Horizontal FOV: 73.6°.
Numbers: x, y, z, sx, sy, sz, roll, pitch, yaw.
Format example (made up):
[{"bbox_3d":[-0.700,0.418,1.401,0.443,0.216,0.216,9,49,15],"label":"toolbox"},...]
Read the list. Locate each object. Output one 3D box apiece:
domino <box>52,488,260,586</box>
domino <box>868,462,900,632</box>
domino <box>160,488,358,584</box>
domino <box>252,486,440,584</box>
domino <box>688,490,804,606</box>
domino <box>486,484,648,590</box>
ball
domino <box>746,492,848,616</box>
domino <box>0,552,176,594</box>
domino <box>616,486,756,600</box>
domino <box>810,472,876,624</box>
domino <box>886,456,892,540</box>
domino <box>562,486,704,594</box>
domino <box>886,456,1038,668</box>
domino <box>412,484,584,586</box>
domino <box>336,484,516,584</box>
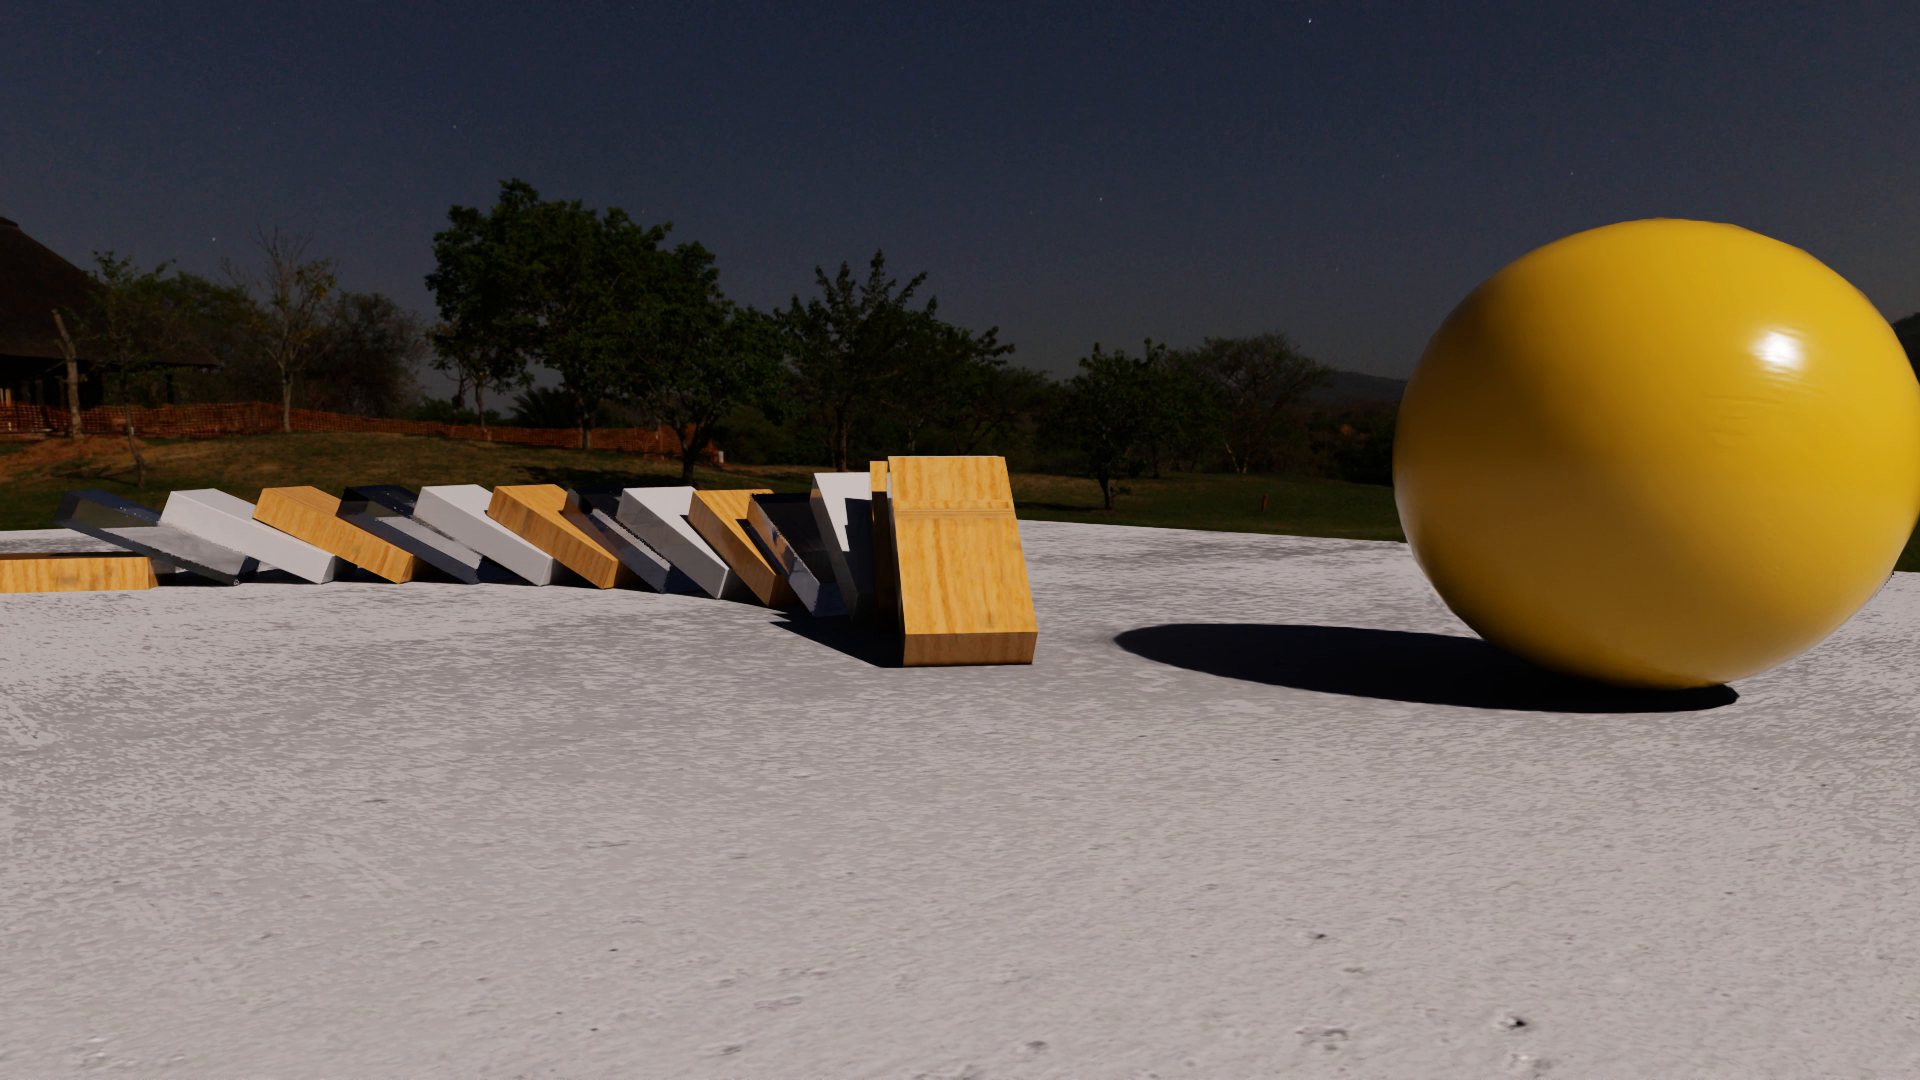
[{"bbox_3d":[-0.241,-0.001,0.388,0.050,0.010,0.025,23,-2,-17],"label":"domino"},{"bbox_3d":[-0.008,0.001,0.305,0.025,0.009,0.050,0,42,-7],"label":"domino"},{"bbox_3d":[-0.215,-0.001,0.398,0.050,0.009,0.025,23,3,-5],"label":"domino"},{"bbox_3d":[-0.190,-0.002,0.402,0.050,0.009,0.025,24,6,2],"label":"domino"},{"bbox_3d":[-0.053,0.001,0.357,0.025,0.010,0.050,-3,29,-38],"label":"domino"},{"bbox_3d":[-0.117,-0.002,0.394,0.050,0.009,0.025,29,16,21],"label":"domino"},{"bbox_3d":[0.116,-0.014,0.219,0.080,0.080,0.080,0,4,0],"label":"ball"},{"bbox_3d":[-0.036,0.003,0.339,0.025,0.009,0.050,-3,29,-30],"label":"domino"},{"bbox_3d":[-0.265,0.009,0.380,0.050,0.009,0.025,-1,4,-15],"label":"domino"},{"bbox_3d":[-0.074,0.000,0.372,0.050,0.009,0.025,33,23,33],"label":"domino"},{"bbox_3d":[-0.020,0.001,0.322,0.025,0.009,0.050,-2,37,-20],"label":"domino"},{"bbox_3d":[-0.002,0.002,0.275,0.025,0.009,0.050,-1,45,-8],"label":"domino"},{"bbox_3d":[-0.094,-0.001,0.385,0.050,0.010,0.025,32,22,31],"label":"domino"},{"bbox_3d":[-0.001,0.003,0.261,0.025,0.009,0.050,-1,45,-8],"label":"domino"},{"bbox_3d":[-0.141,-0.002,0.400,0.050,0.009,0.025,27,12,15],"label":"domino"},{"bbox_3d":[-0.166,-0.002,0.403,0.050,0.010,0.025,26,9,9],"label":"domino"}]
